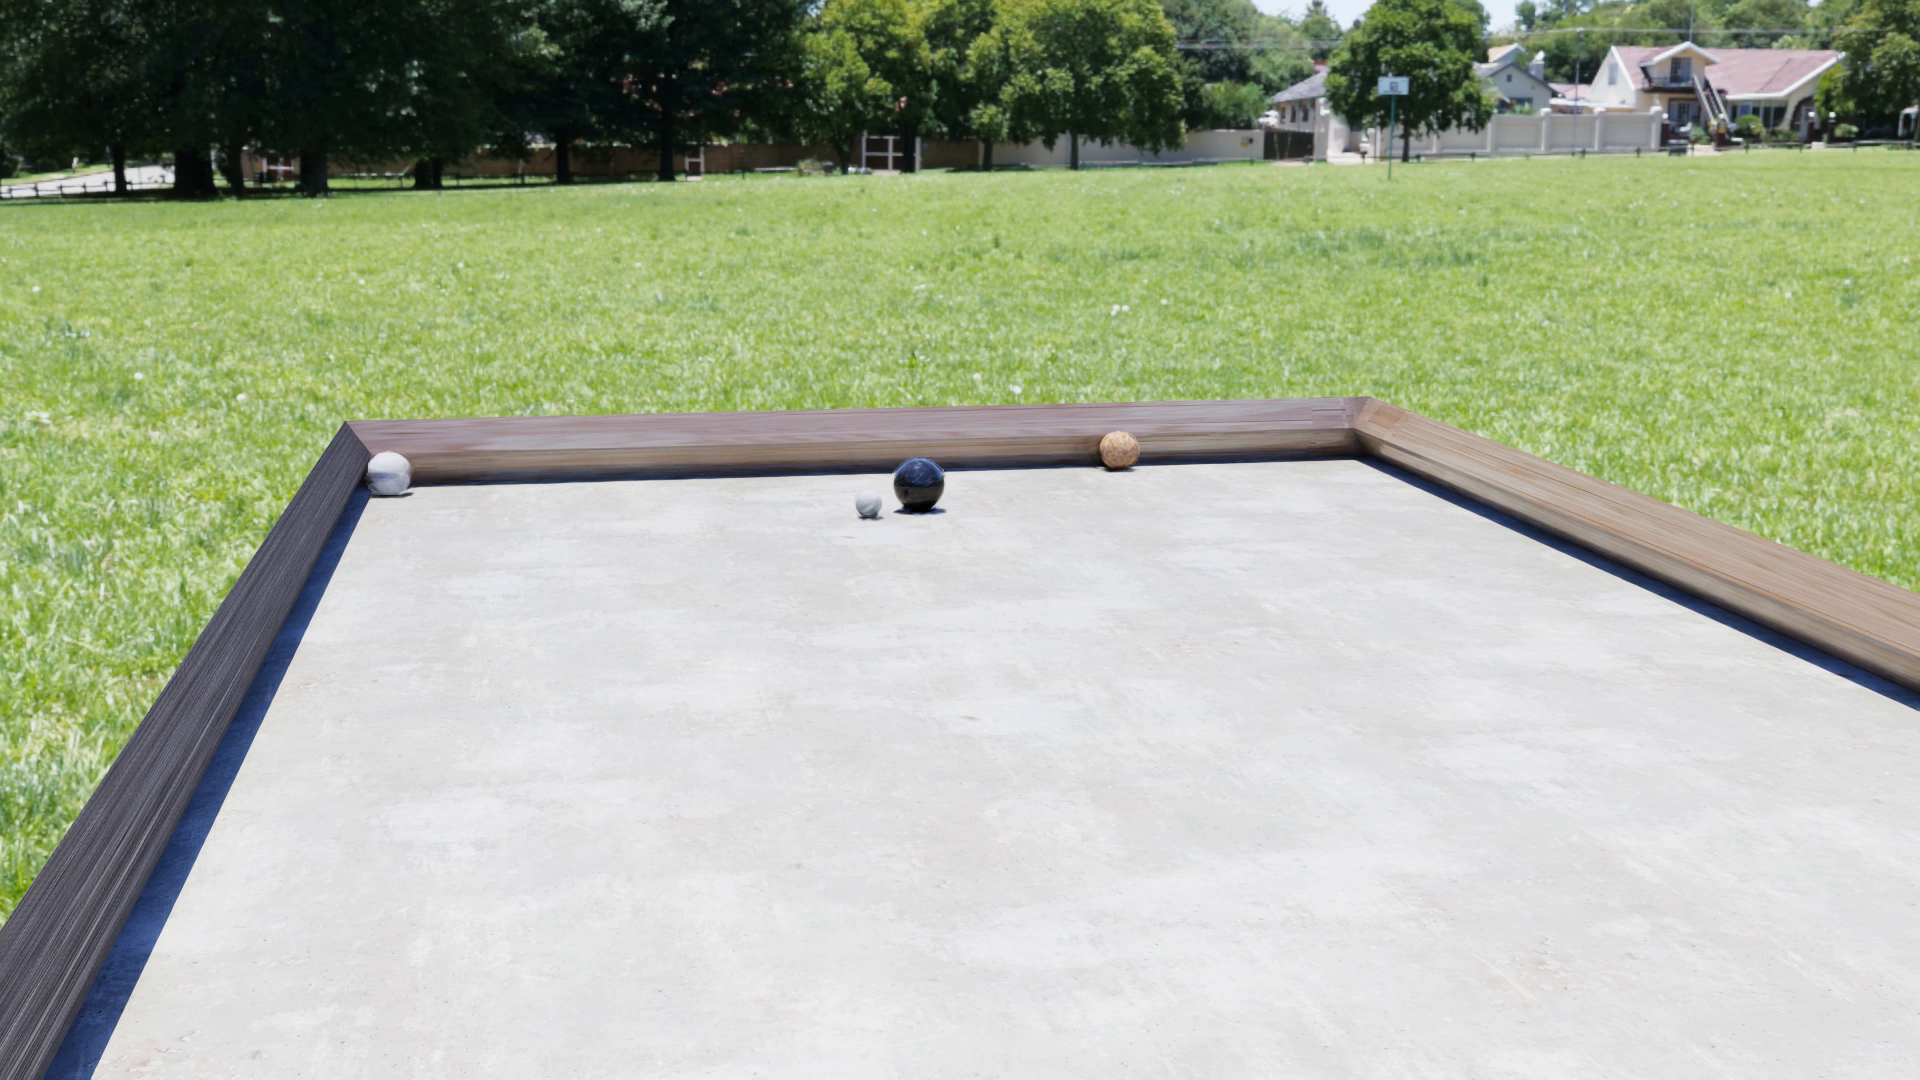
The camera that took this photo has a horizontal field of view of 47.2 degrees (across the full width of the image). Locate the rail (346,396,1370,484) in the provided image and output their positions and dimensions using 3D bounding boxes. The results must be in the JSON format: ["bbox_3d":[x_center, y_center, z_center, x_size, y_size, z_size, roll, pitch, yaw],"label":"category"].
[{"bbox_3d":[-0.140,-0.174,3.848,1.816,0.108,0.045,-2,11,-10],"label":"rail"}]

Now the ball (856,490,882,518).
[{"bbox_3d":[-0.142,-0.056,3.424,0.043,0.043,0.043,0,11,0],"label":"ball"}]

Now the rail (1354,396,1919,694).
[{"bbox_3d":[1.015,0.104,2.443,0.045,0.108,3.273,-2,11,-10],"label":"rail"}]

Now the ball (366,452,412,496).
[{"bbox_3d":[-0.940,-0.110,3.619,0.073,0.073,0.073,0,11,0],"label":"ball"}]

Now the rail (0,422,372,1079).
[{"bbox_3d":[-0.726,0.164,2.138,0.045,0.108,3.273,-2,11,-10],"label":"rail"}]

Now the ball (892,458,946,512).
[{"bbox_3d":[-0.065,-0.087,3.478,0.083,0.083,0.083,0,11,0],"label":"ball"}]

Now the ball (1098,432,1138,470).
[{"bbox_3d":[0.278,-0.158,3.875,0.068,0.068,0.068,0,11,0],"label":"ball"}]
